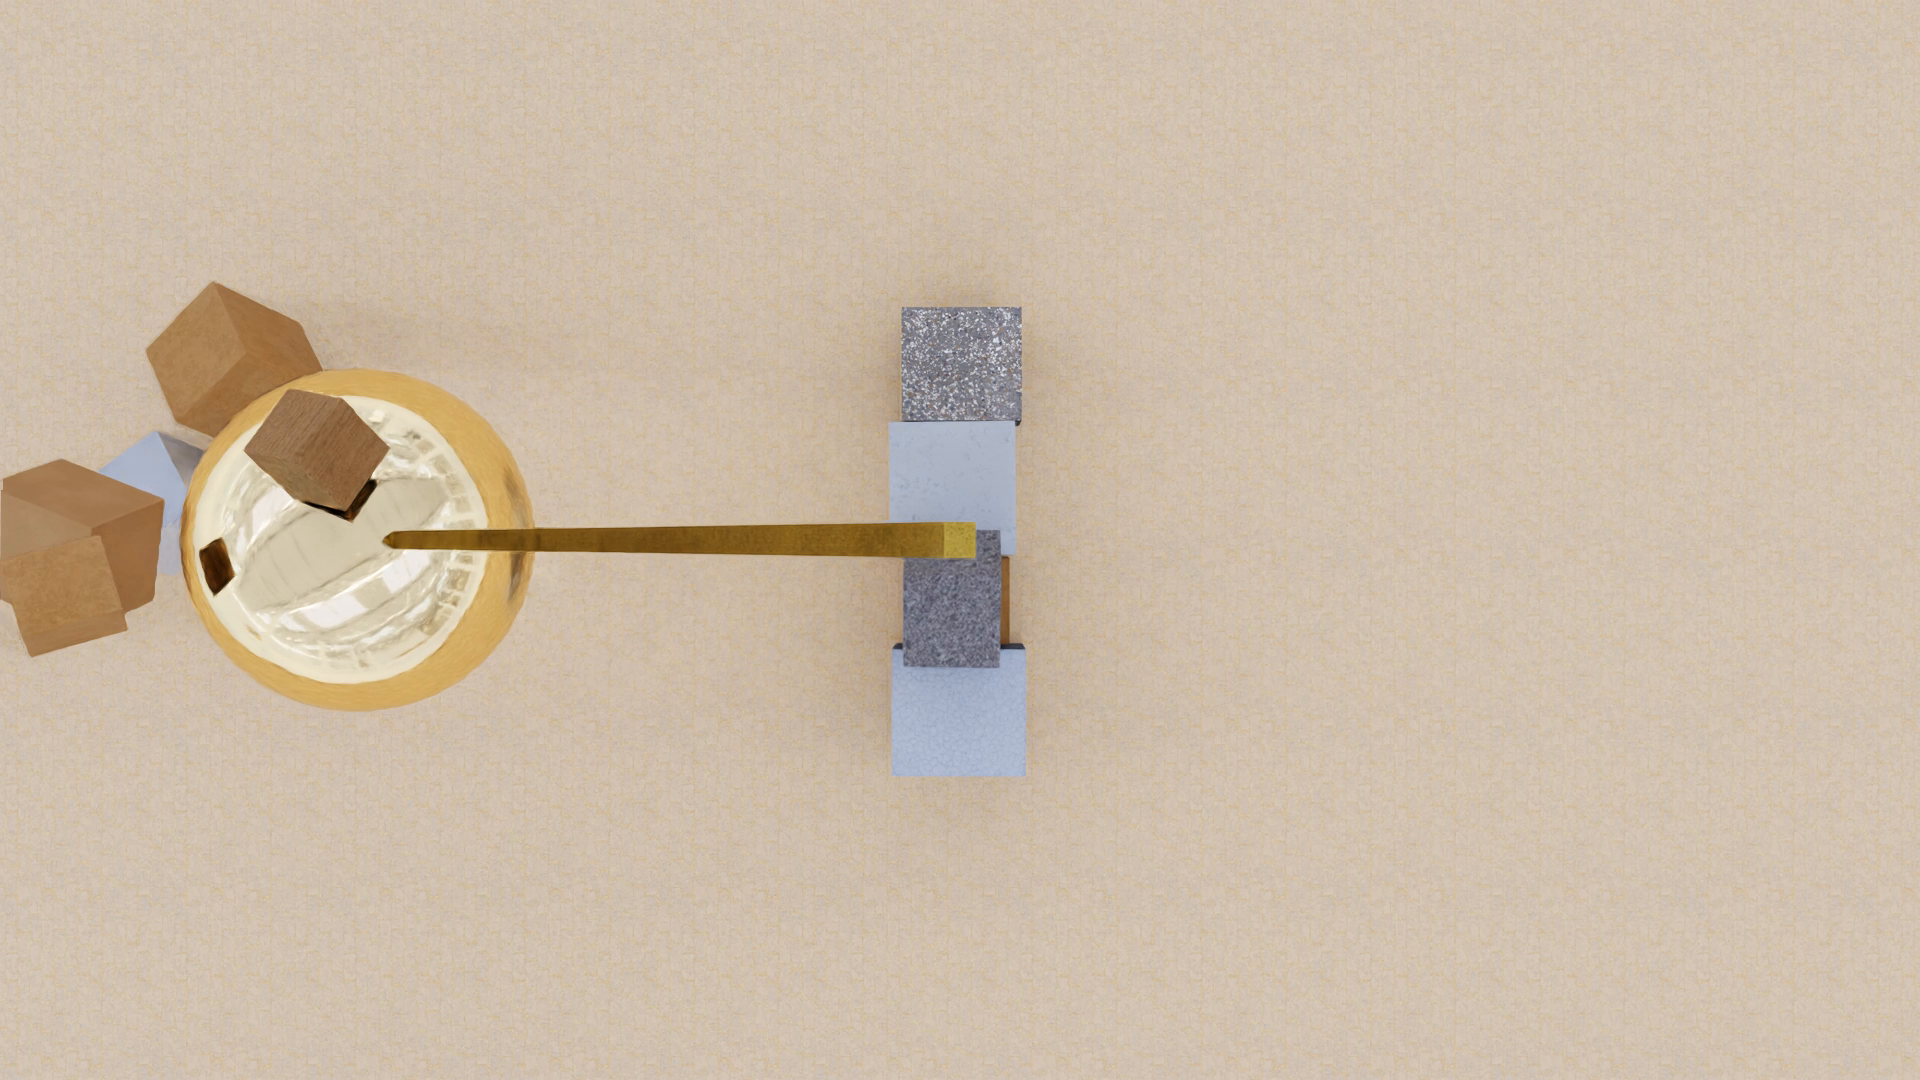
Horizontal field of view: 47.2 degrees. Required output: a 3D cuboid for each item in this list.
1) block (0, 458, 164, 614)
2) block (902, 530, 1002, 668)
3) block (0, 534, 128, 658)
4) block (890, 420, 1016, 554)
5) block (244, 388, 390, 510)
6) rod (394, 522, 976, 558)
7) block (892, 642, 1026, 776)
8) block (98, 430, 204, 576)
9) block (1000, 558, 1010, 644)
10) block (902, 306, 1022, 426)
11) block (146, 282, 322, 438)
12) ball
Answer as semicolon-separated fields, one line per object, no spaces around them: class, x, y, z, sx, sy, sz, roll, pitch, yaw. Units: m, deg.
block;-4.570;0.021;11.302;0.657;0.550;0.587;20;112;14
block;-0.043;0.321;12.167;0.528;0.581;0.559;1;116;0
block;-3.884;0.245;9.545;0.414;0.369;0.347;-17;79;-21
block;-0.042;-0.291;12.690;0.708;0.621;0.754;-1;90;0
block;-2.705;-0.382;9.254;0.362;0.338;0.336;11;61;36
rod;-1.205;0.000;7.205;0.080;5.200;0.080;0;90;-28
block;-0.006;0.963;12.619;0.747;0.763;0.708;0;90;0
block;-4.524;-0.203;12.504;0.524;0.515;0.535;-34;73;4
block;-0.005;0.348;12.775;0.574;0.451;0.491;0;90;0
block;0.009;-0.992;12.688;0.677;0.624;0.639;0;90;0
block;-4.094;-0.959;12.506;0.581;0.669;0.597;-41;58;12
ball;-2.782;0.000;10.218;1.600;1.600;1.600;0;90;0
